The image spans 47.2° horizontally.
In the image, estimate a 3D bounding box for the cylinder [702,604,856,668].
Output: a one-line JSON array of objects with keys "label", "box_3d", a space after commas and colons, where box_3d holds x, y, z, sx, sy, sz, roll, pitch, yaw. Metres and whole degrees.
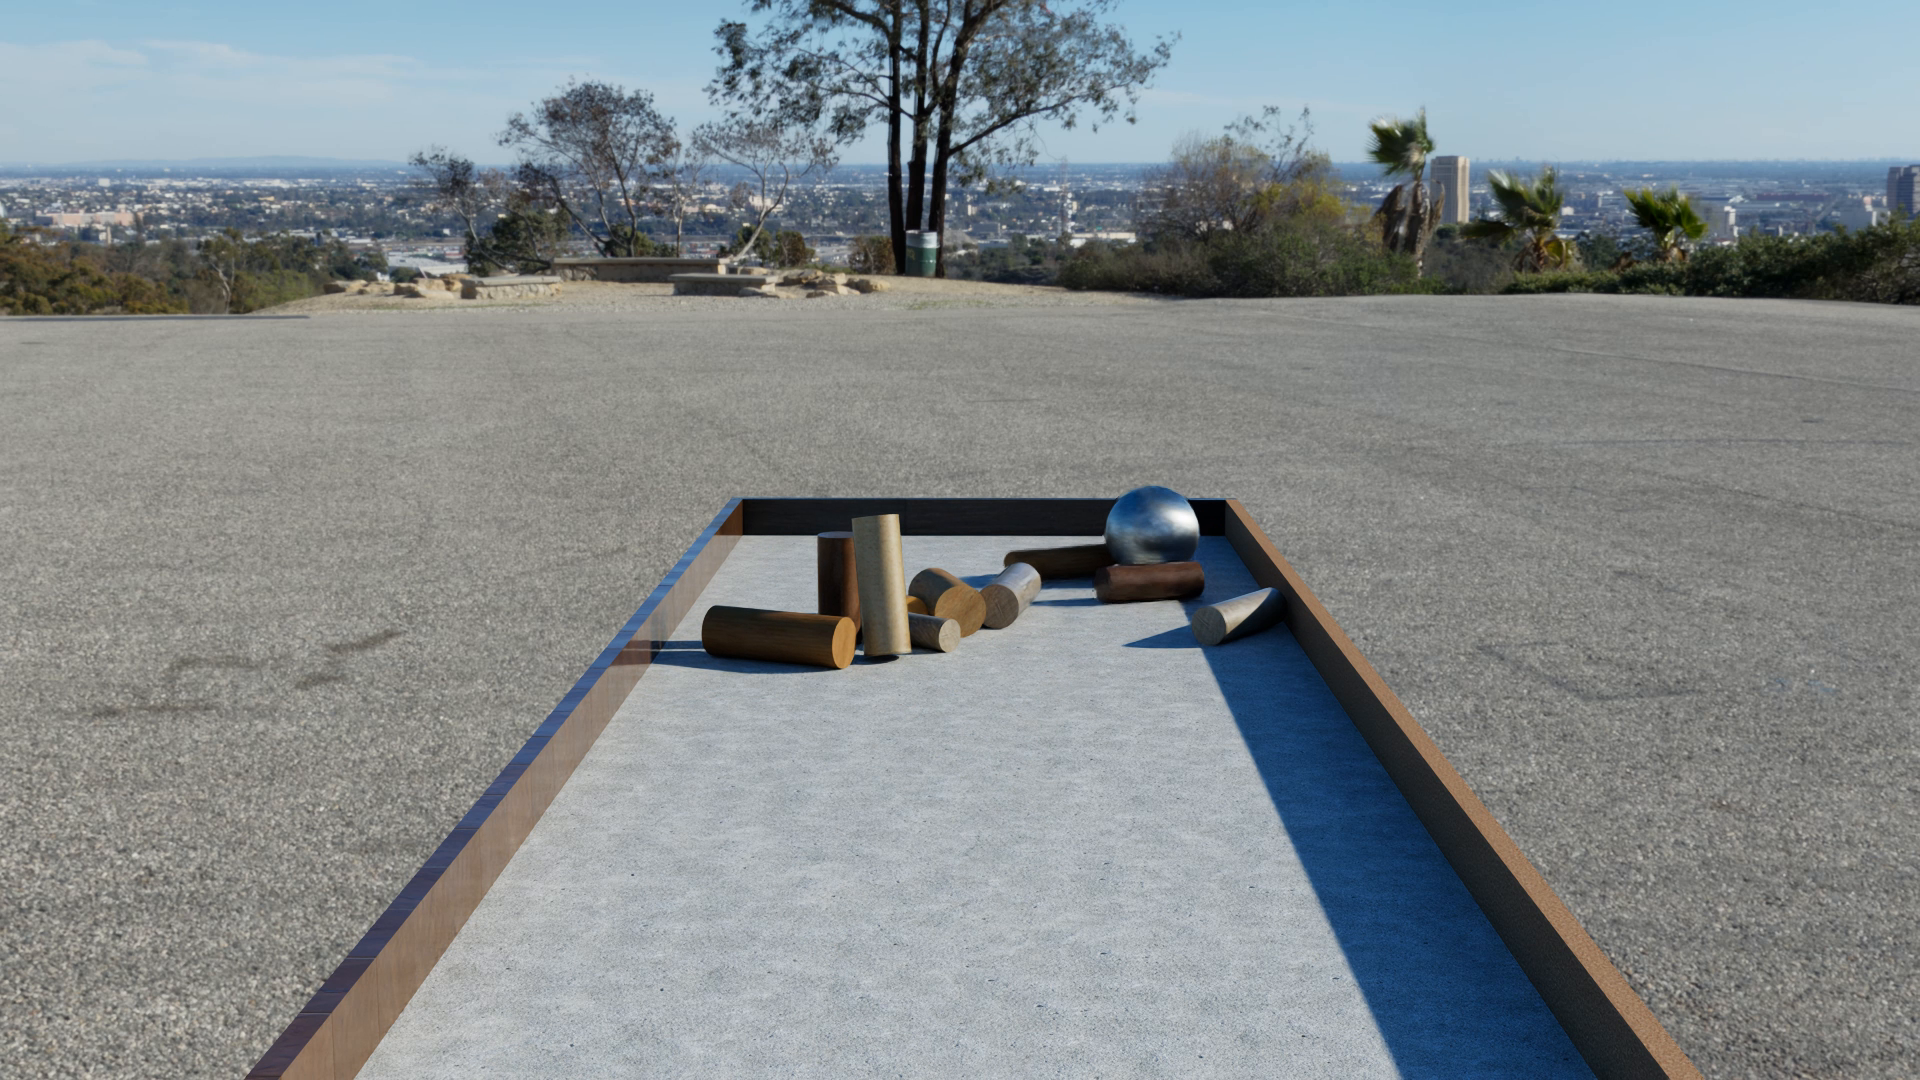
[{"label": "cylinder", "box_3d": [-0.550, 0.292, 6.670, 0.453, 0.155, 0.155, 4, 10, 25]}]

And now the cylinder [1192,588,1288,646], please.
[{"label": "cylinder", "box_3d": [0.902, 0.244, 7.070, 0.125, 0.125, 0.414, 6, 11, 35]}]

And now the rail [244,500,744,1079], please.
[{"label": "rail", "box_3d": [-1.004, 0.839, 3.234, 0.050, 0.150, 12.000, 0, 9, 1]}]

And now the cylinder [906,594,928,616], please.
[{"label": "cylinder", "box_3d": [-0.272, 0.217, 7.238, 0.126, 0.126, 0.431, -6, 11, -32]}]

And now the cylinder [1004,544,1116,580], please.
[{"label": "cylinder", "box_3d": [0.369, 0.086, 8.102, 0.409, 0.113, 0.113, -5, 10, -28]}]

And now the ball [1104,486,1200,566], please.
[{"label": "ball", "box_3d": [0.704, -0.025, 8.066, 0.345, 0.345, 0.345, 0, 9, 0]}]

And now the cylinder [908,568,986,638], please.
[{"label": "cylinder", "box_3d": [-0.045, 0.203, 7.188, 0.171, 0.171, 0.347, -2, 9, -15]}]

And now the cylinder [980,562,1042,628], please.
[{"label": "cylinder", "box_3d": [0.165, 0.184, 7.382, 0.146, 0.146, 0.444, 2, 9, 11]}]

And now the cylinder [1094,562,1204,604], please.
[{"label": "cylinder", "box_3d": [0.662, 0.147, 7.680, 0.362, 0.125, 0.125, -3, 10, -20]}]

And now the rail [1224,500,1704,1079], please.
[{"label": "rail", "box_3d": [1.046, 0.843, 3.208, 0.050, 0.150, 12.000, 0, 9, 1]}]

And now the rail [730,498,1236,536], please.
[{"label": "rail", "box_3d": [0.099, -0.098, 9.147, 2.100, 0.150, 0.050, 0, 9, 1]}]

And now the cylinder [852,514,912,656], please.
[{"label": "cylinder", "box_3d": [-0.239, 0.139, 6.712, 0.145, 0.422, 0.145, -5, -3, 0]}]

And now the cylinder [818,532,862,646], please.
[{"label": "cylinder", "box_3d": [-0.380, 0.154, 6.929, 0.136, 0.346, 0.136, 0, 9, 0]}]

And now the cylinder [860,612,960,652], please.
[{"label": "cylinder", "box_3d": [-0.183, 0.276, 6.938, 0.399, 0.103, 0.103, 8, 12, 40]}]
